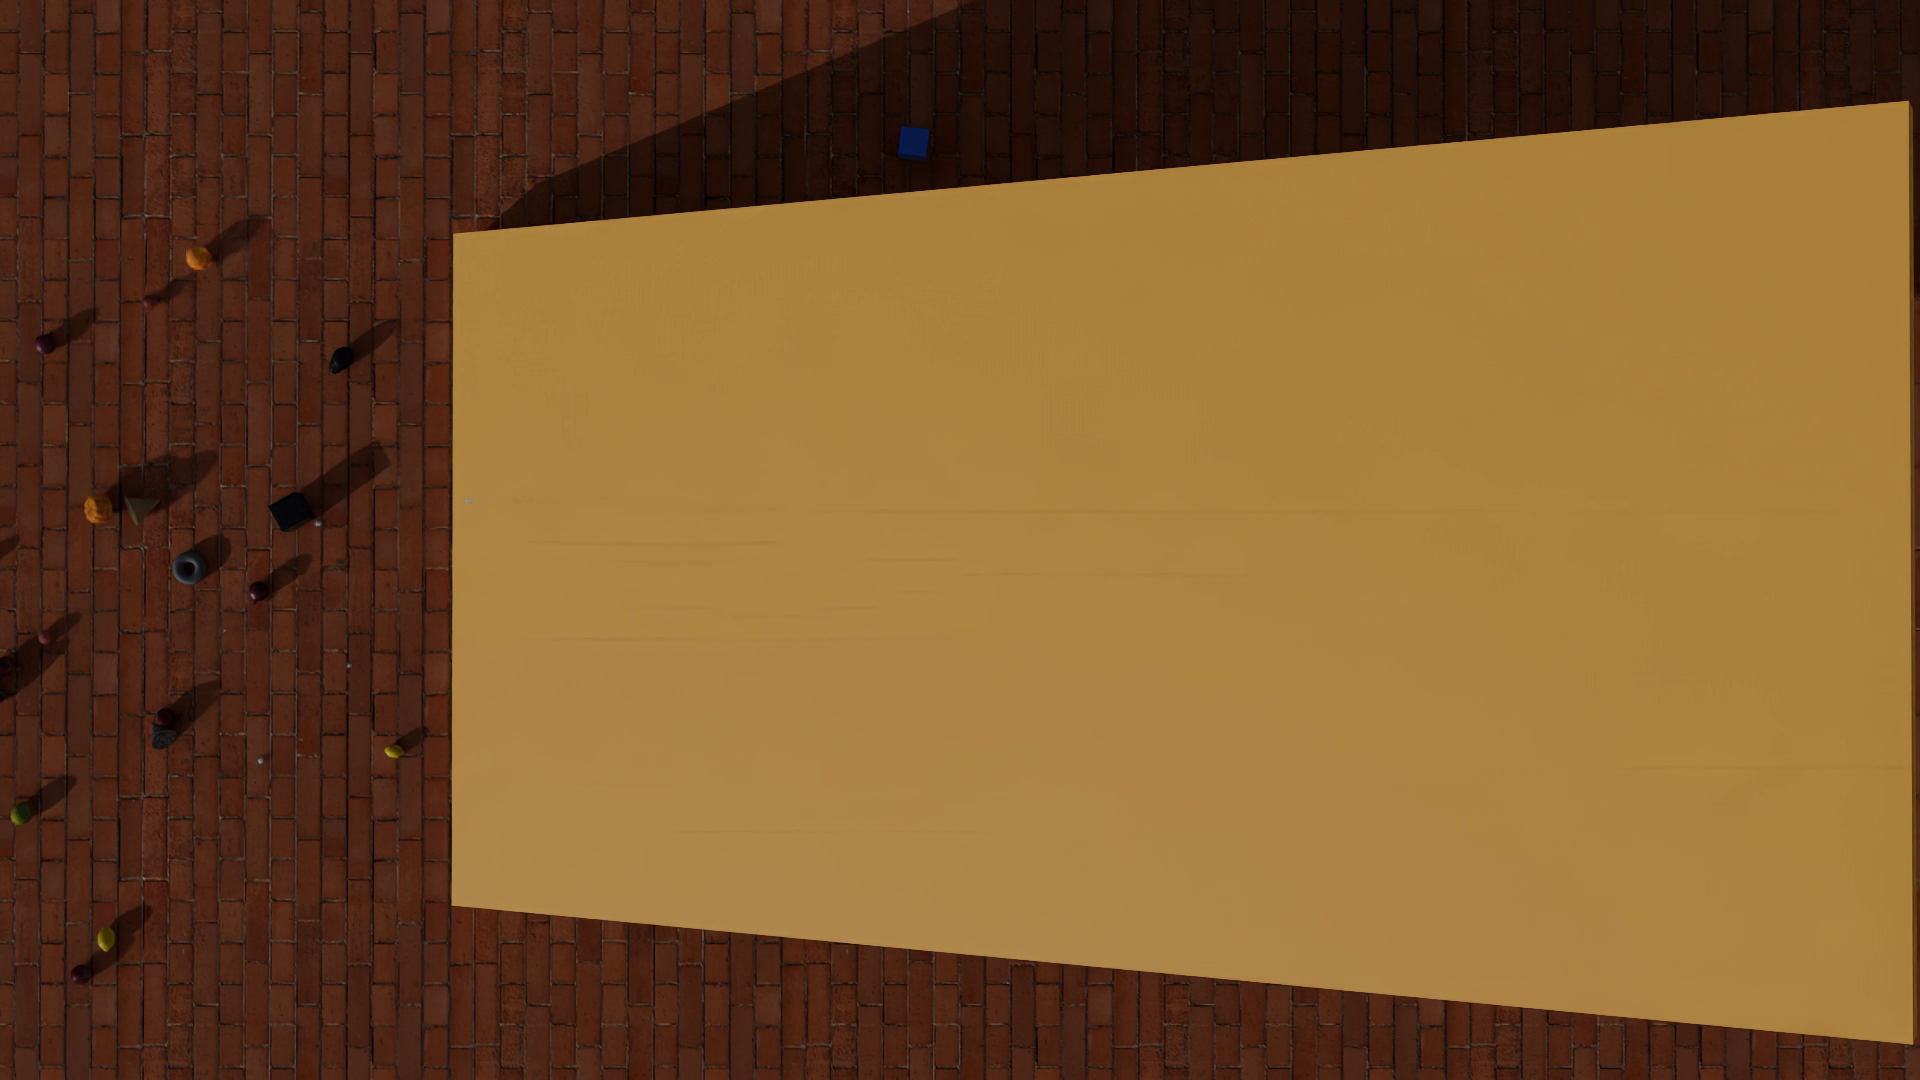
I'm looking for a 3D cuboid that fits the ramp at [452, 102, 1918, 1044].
[{"bbox_3d":[0.276,0.077,5.649,4.000,0.100,2.000,0,89,28],"label":"ramp"}]

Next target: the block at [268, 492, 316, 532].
[{"bbox_3d":[-2.003,-0.083,6.595,0.087,0.087,0.087,-29,89,0],"label":"block"}]

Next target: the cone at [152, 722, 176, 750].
[{"bbox_3d":[-2.411,0.575,6.614,0.079,0.079,0.079,-46,63,0],"label":"cone"}]

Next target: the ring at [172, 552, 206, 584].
[{"bbox_3d":[-2.319,0.085,6.620,0.101,0.034,0.101,0,90,-1],"label":"ring"}]

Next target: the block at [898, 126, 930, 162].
[{"bbox_3d":[-0.139,-1.190,6.609,0.082,0.082,0.082,7,89,0],"label":"block"}]

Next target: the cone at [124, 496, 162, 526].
[{"bbox_3d":[-2.448,-0.106,6.618,0.096,0.096,0.096,-26,89,-27],"label":"cone"}]
